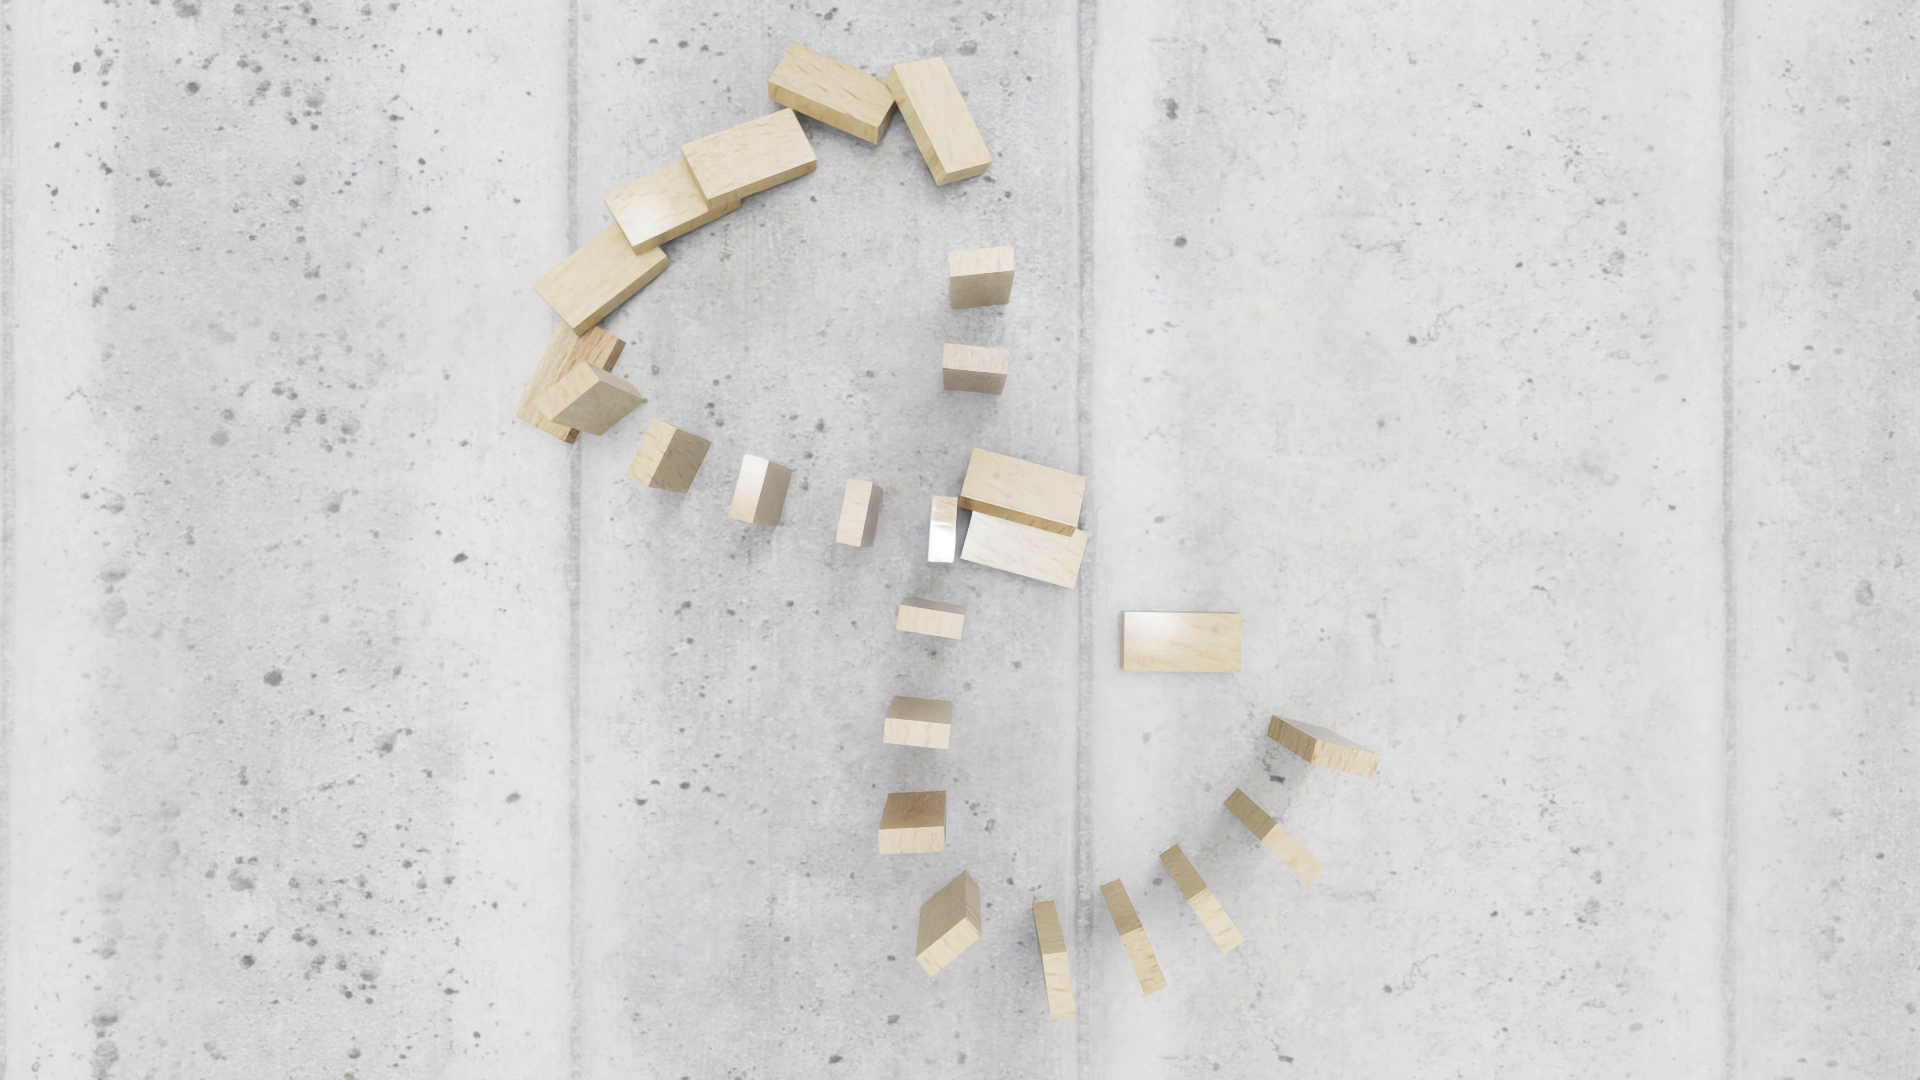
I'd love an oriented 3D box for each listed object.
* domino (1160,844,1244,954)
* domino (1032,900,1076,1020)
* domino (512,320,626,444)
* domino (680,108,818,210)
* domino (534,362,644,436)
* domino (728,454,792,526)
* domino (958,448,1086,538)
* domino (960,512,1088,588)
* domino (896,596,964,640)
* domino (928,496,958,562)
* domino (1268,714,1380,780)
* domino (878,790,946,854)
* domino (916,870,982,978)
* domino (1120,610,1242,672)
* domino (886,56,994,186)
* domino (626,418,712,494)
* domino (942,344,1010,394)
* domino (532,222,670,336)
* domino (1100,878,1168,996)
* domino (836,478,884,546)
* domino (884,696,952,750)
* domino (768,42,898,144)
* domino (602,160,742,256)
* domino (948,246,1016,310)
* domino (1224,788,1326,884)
[{"bbox_3d":[0.098,0.145,0.375,0.009,0.050,0.025,-35,90,0],"label":"domino"},{"bbox_3d":[0.038,0.170,0.375,0.010,0.050,0.025,-8,90,0],"label":"domino"},{"bbox_3d":[-0.168,-0.070,0.395,0.025,0.009,0.050,28,90,0],"label":"domino"},{"bbox_3d":[-0.089,-0.162,0.389,0.050,0.010,0.025,-27,89,-14],"label":"domino"},{"bbox_3d":[-0.150,-0.057,0.375,0.025,0.050,0.010,-39,90,0],"label":"domino"},{"bbox_3d":[-0.081,-0.020,0.375,0.009,0.050,0.025,15,90,0],"label":"domino"},{"bbox_3d":[0.027,-0.020,0.390,0.050,0.009,0.025,15,62,0],"label":"domino"},{"bbox_3d":[0.028,0.002,0.395,0.050,0.010,0.025,15,90,0],"label":"domino"},{"bbox_3d":[-0.011,0.031,0.375,0.025,0.050,0.010,9,90,0],"label":"domino"},{"bbox_3d":[-0.007,-0.004,0.375,0.009,0.050,0.025,4,90,0],"label":"domino"},{"bbox_3d":[0.147,0.084,0.375,0.025,0.050,0.009,14,90,0],"label":"domino"},{"bbox_3d":[-0.018,0.115,0.375,0.025,0.050,0.010,-3,90,0],"label":"domino"},{"bbox_3d":[-0.004,0.156,0.375,0.025,0.050,0.009,-39,90,0],"label":"domino"},{"bbox_3d":[0.095,0.044,0.395,0.050,0.009,0.025,1,90,0],"label":"domino"},{"bbox_3d":[-0.009,-0.178,0.390,0.025,0.010,0.050,-26,90,-27],"label":"domino"},{"bbox_3d":[-0.118,-0.034,0.375,0.009,0.050,0.025,26,90,0],"label":"domino"},{"bbox_3d":[0.006,-0.069,0.375,0.025,0.050,0.010,6,90,0],"label":"domino"},{"bbox_3d":[-0.152,-0.113,0.390,0.050,0.009,0.025,-44,90,-13],"label":"domino"},{"bbox_3d":[0.070,0.161,0.375,0.010,0.050,0.025,-23,90,0],"label":"domino"},{"bbox_3d":[-0.040,-0.011,0.375,0.009,0.050,0.025,11,90,0],"label":"domino"},{"bbox_3d":[-0.017,0.074,0.375,0.025,0.050,0.009,6,90,0],"label":"domino"},{"bbox_3d":[-0.053,-0.191,0.391,0.050,0.010,0.025,23,68,0],"label":"domino"},{"bbox_3d":[-0.122,-0.144,0.390,0.050,0.009,0.025,-31,90,-13],"label":"domino"},{"bbox_3d":[0.008,-0.107,0.375,0.025,0.050,0.010,-6,90,0],"label":"domino"},{"bbox_3d":[0.127,0.120,0.375,0.025,0.050,0.009,42,90,0],"label":"domino"}]
